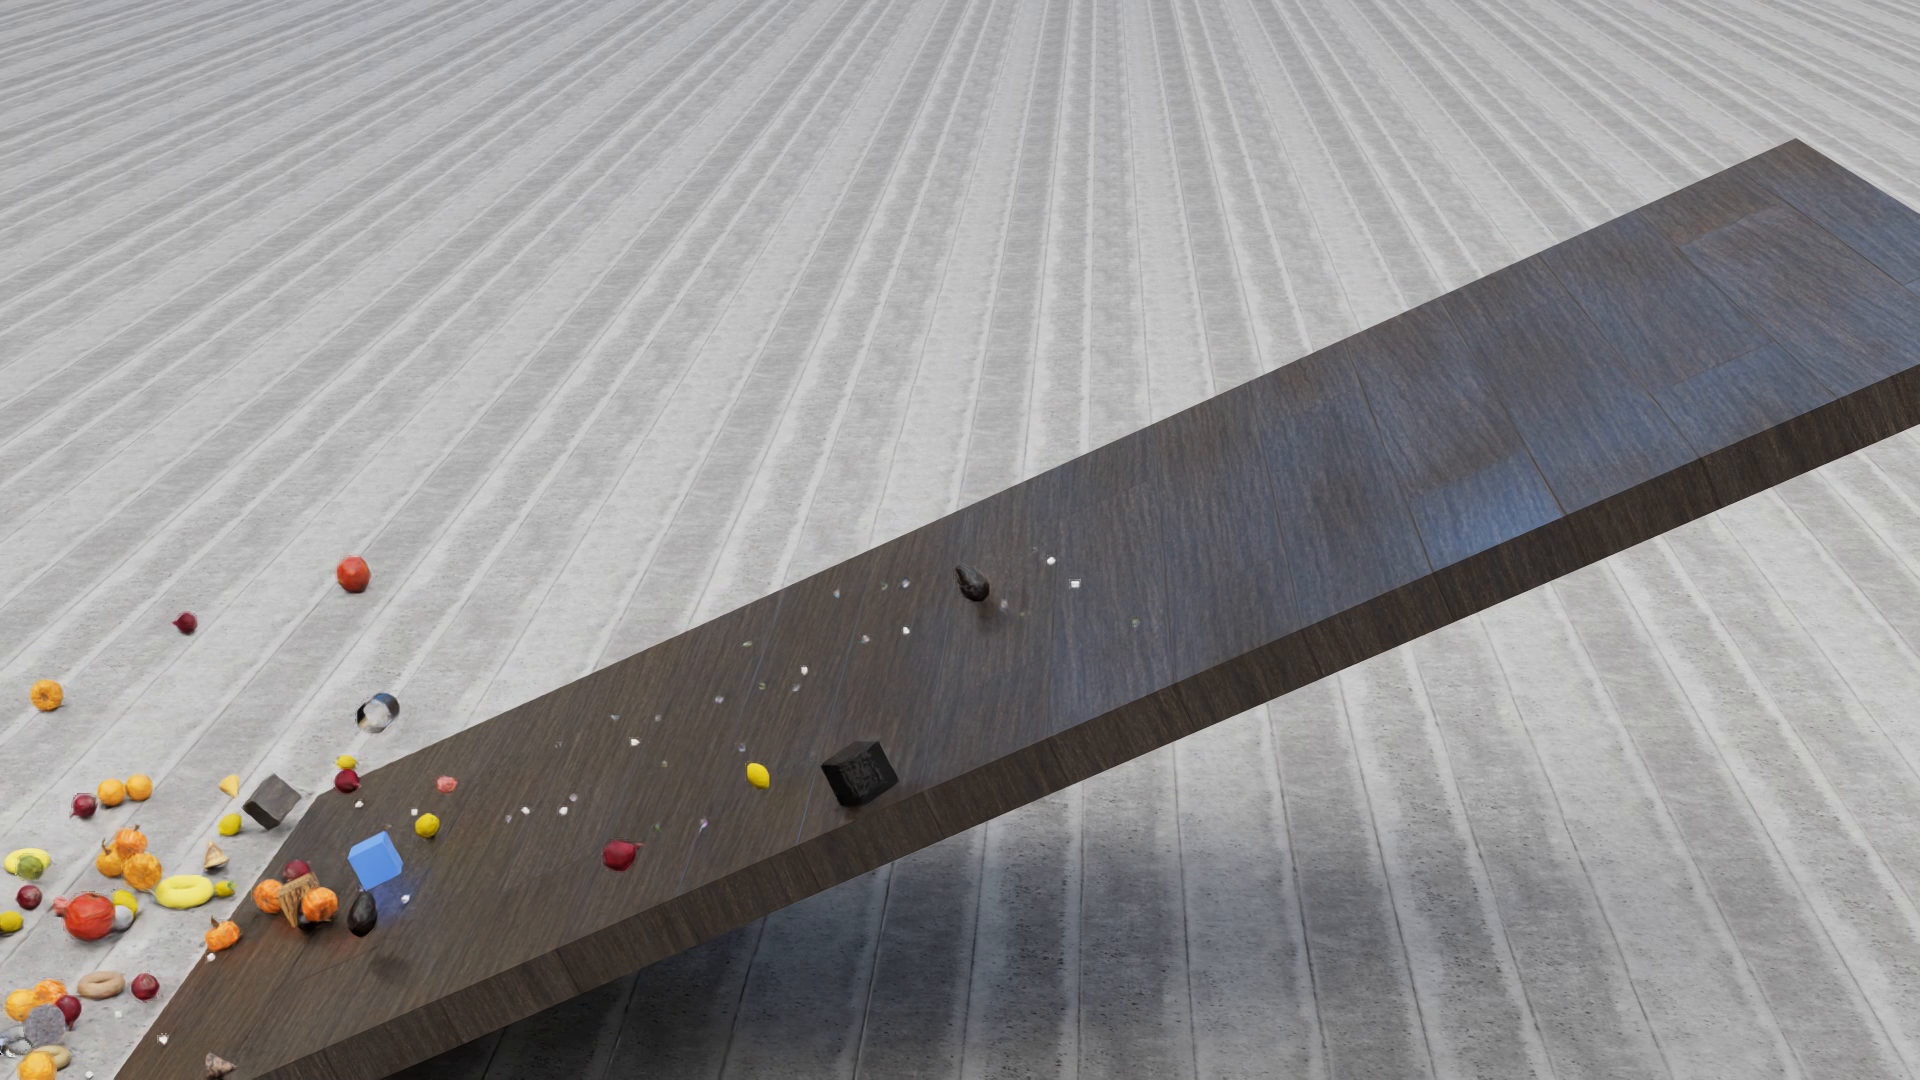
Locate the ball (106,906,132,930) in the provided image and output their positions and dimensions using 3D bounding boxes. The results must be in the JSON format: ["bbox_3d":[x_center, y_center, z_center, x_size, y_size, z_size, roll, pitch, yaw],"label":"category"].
[{"bbox_3d":[-1.980,0.890,6.930,0.059,0.059,0.059,0,16,0],"label":"ball"}]

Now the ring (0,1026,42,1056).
[{"bbox_3d":[-2.018,1.076,6.317,0.108,0.036,0.108,1,16,0],"label":"ring"}]

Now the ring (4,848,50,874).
[{"bbox_3d":[-2.316,0.798,7.302,0.110,0.037,0.110,0,17,0],"label":"ring"}]

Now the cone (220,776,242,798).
[{"bbox_3d":[-1.927,0.664,7.797,0.056,0.056,0.056,-7,52,-25],"label":"cone"}]

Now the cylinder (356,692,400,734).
[{"bbox_3d":[-1.641,0.489,8.295,0.092,0.092,0.092,3,16,11],"label":"cylinder"}]

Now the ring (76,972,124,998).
[{"bbox_3d":[-1.927,0.997,6.596,0.106,0.035,0.106,-1,15,0],"label":"ring"}]

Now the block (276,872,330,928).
[{"bbox_3d":[-1.445,0.790,6.466,0.078,0.078,0.078,-26,13,2],"label":"block"}]

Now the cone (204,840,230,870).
[{"bbox_3d":[-1.849,0.773,7.282,0.070,0.070,0.070,-18,-5,-2],"label":"cone"}]

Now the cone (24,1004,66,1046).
[{"bbox_3d":[-1.982,1.037,6.317,0.092,0.092,0.092,-13,8,-39],"label":"cone"}]

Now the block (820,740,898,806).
[{"bbox_3d":[-0.187,0.433,5.455,0.087,0.087,0.087,-34,15,-30],"label":"block"}]

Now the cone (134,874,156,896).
[{"bbox_3d":[-1.970,0.848,7.148,0.051,0.051,0.051,38,32,22],"label":"cone"}]

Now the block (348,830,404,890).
[{"bbox_3d":[-1.287,0.707,6.480,0.084,0.084,0.084,-26,13,-1],"label":"block"}]

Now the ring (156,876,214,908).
[{"bbox_3d":[-1.874,0.849,7.105,0.138,0.046,0.138,1,16,0],"label":"ring"}]

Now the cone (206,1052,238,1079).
[{"bbox_3d":[-1.416,1.014,5.659,0.058,0.058,0.058,-3,16,-2],"label":"cone"}]

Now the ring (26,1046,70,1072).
[{"bbox_3d":[-1.934,1.100,6.242,0.090,0.030,0.090,1,16,0],"label":"ring"}]

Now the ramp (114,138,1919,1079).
[{"bbox_3d":[0.135,0.169,6.282,4.000,0.100,2.000,-24,13,9],"label":"ramp"}]

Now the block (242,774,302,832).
[{"bbox_3d":[-1.762,0.671,7.524,0.093,0.093,0.093,-30,22,54],"label":"block"}]
